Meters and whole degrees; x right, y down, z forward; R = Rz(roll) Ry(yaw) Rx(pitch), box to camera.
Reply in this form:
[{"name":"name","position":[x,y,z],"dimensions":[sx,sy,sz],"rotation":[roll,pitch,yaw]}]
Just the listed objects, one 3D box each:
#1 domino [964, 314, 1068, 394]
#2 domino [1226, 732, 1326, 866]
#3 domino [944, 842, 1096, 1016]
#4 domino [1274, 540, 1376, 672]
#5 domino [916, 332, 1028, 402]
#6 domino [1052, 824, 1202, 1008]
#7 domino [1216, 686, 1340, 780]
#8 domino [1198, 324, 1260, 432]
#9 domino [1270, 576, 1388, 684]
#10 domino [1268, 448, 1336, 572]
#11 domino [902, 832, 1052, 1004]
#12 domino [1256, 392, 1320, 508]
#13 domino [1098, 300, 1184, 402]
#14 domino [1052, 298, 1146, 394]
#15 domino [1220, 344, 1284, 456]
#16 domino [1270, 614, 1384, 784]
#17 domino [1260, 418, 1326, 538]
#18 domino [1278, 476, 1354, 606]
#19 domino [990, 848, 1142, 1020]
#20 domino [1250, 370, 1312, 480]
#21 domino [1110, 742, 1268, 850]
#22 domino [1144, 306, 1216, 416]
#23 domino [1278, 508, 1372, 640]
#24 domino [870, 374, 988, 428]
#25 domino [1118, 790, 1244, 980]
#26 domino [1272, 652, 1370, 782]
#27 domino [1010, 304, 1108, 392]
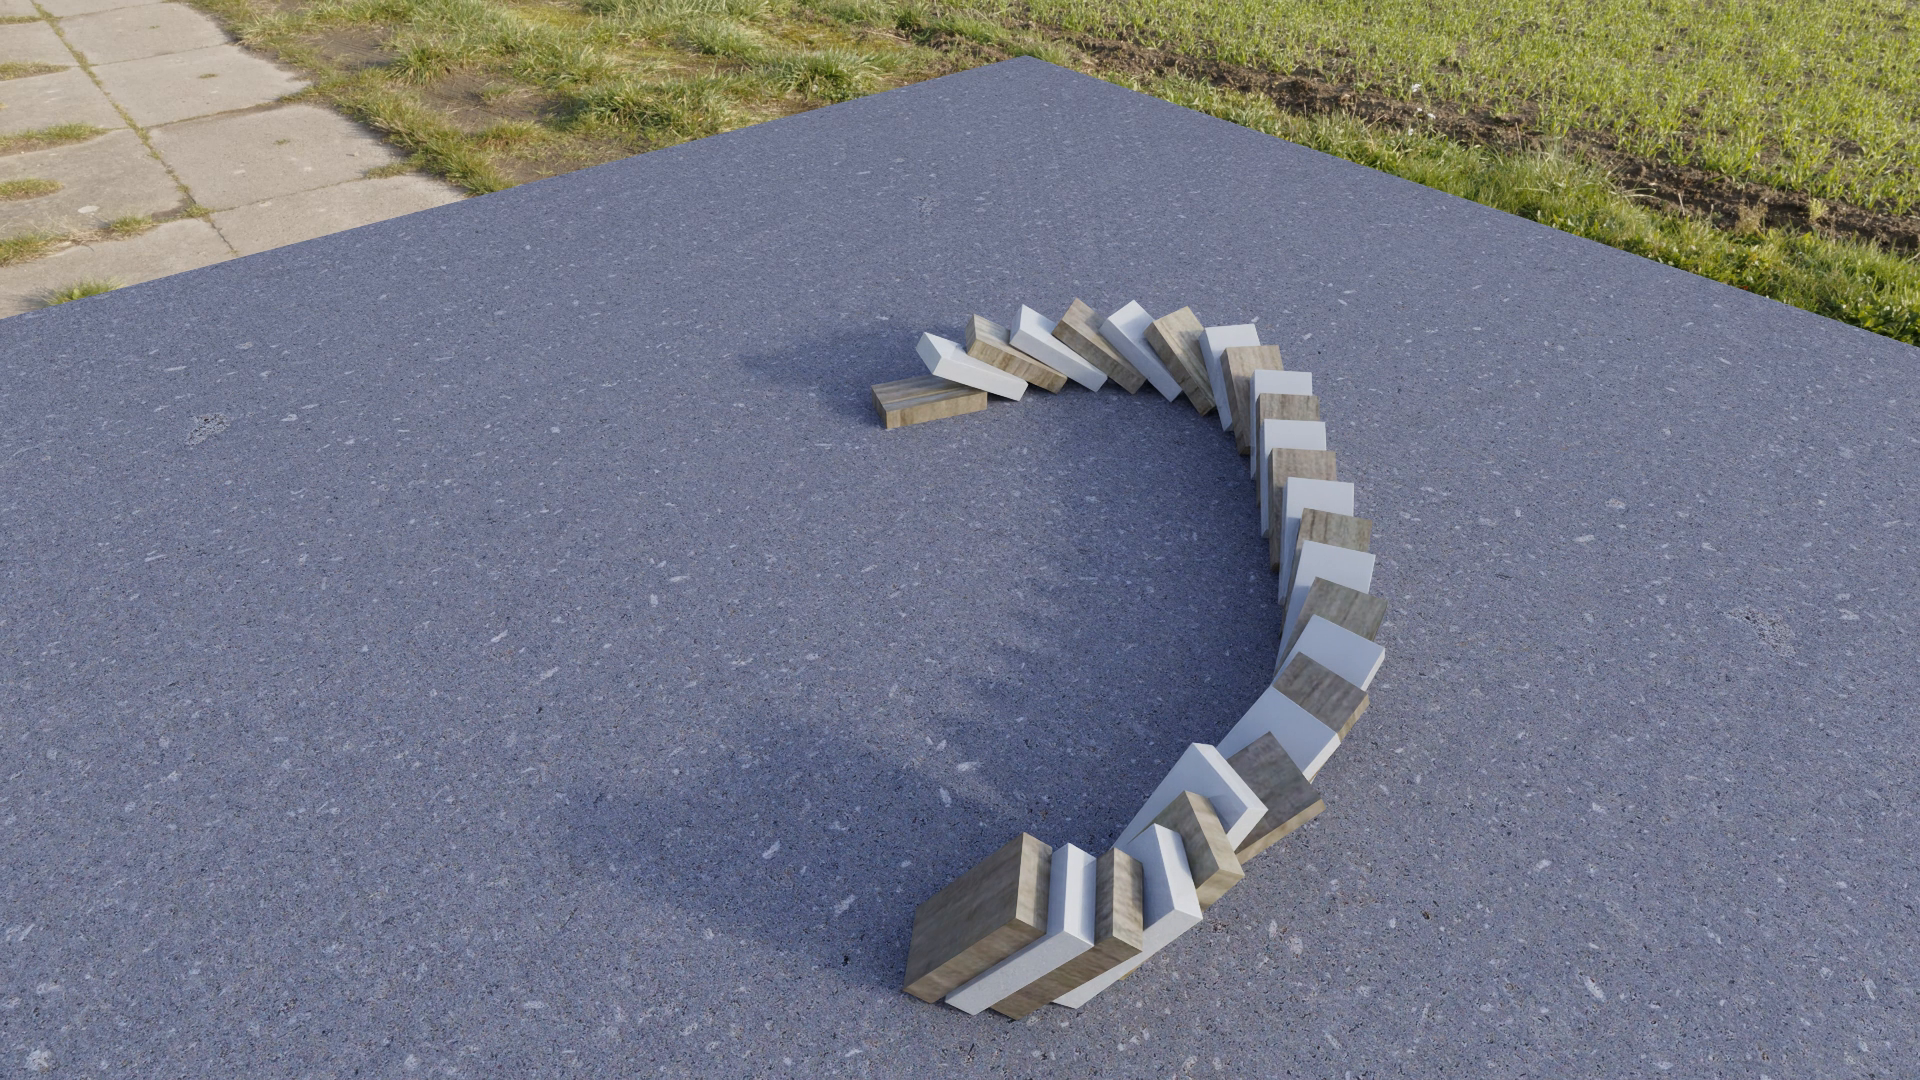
[{"name":"domino","position":[0.027,-0.091,0.537],"dimensions":[0.050,0.009,0.025],"rotation":[21,35,-18]},{"name":"domino","position":[0.079,0.081,0.324],"dimensions":[0.050,0.010,0.025],"rotation":[-35,50,3]},{"name":"domino","position":[0.016,0.103,0.289],"dimensions":[0.009,0.050,0.025],"rotation":[32,37,-17]},{"name":"domino","position":[0.130,0.027,0.392],"dimensions":[0.025,0.009,0.050],"rotation":[13,71,16]},{"name":"domino","position":[0.006,-0.083,0.526],"dimensions":[0.050,0.009,0.025],"rotation":[12,30,-32]},{"name":"domino","position":[0.041,0.100,0.292],"dimensions":[0.009,0.050,0.025],"rotation":[27,32,-24]},{"name":"domino","position":[0.090,0.072,0.337],"dimensions":[0.050,0.009,0.025],"rotation":[-47,53,-6]},{"name":"domino","position":[0.131,-0.077,0.517],"dimensions":[0.025,0.010,0.050],"rotation":[-7,71,-11]},{"name":"domino","position":[0.125,0.040,0.376],"dimensions":[0.025,0.010,0.050],"rotation":[21,74,24]},{"name":"domino","position":[0.137,-0.012,0.440],"dimensions":[0.025,0.009,0.050],"rotation":[4,68,4]},{"name":"domino","position":[0.004,0.101,0.292],"dimensions":[0.009,0.050,0.025],"rotation":[32,37,-17]},{"name":"domino","position":[0.140,-0.038,0.471],"dimensions":[0.025,0.010,0.050],"rotation":[4,70,4]},{"name":"domino","position":[0.094,-0.093,0.538],"dimensions":[0.050,0.009,0.025],"rotation":[46,51,6]},{"name":"domino","position":[0.071,-0.096,0.541],"dimensions":[0.050,0.010,0.025],"rotation":[36,43,-4]},{"name":"domino","position":[0.136,-0.064,0.502],"dimensions":[0.025,0.009,0.050],"rotation":[-4,70,-6]},{"name":"domino","position":[0.116,0.052,0.361],"dimensions":[0.025,0.010,0.050],"rotation":[28,77,30]},{"name":"domino","position":[0.138,-0.025,0.456],"dimensions":[0.025,0.010,0.050],"rotation":[3,69,4]},{"name":"domino","position":[0.137,0.001,0.424],"dimensions":[0.025,0.009,0.050],"rotation":[6,68,8]},{"name":"domino","position":[0.027,0.104,0.288],"dimensions":[0.009,0.050,0.025],"rotation":[32,37,-17]},{"name":"domino","position":[0.142,-0.050,0.486],"dimensions":[0.025,0.010,0.050],"rotation":[4,70,4]},{"name":"domino","position":[0.062,0.085,0.311],"dimensions":[0.010,0.050,0.025],"rotation":[15,26,-40]},{"name":"domino","position":[0.113,-0.086,0.528],"dimensions":[0.025,0.009,0.050],"rotation":[-28,80,-30]},{"name":"domino","position":[0.135,0.015,0.407],"dimensions":[0.025,0.010,0.050],"rotation":[12,70,14]},{"name":"domino","position":[-0.015,-0.068,0.527],"dimensions":[0.050,0.010,0.025],"rotation":[-13,41,-16]},{"name":"domino","position":[0.053,0.094,0.299],"dimensions":[0.009,0.050,0.025],"rotation":[23,30,-29]},{"name":"domino","position":[0.104,0.063,0.348],"dimensions":[0.025,0.010,0.050],"rotation":[35,80,34]},{"name":"domino","position":[0.049,-0.094,0.540],"dimensions":[0.050,0.010,0.025],"rotation":[27,37,-14]}]
